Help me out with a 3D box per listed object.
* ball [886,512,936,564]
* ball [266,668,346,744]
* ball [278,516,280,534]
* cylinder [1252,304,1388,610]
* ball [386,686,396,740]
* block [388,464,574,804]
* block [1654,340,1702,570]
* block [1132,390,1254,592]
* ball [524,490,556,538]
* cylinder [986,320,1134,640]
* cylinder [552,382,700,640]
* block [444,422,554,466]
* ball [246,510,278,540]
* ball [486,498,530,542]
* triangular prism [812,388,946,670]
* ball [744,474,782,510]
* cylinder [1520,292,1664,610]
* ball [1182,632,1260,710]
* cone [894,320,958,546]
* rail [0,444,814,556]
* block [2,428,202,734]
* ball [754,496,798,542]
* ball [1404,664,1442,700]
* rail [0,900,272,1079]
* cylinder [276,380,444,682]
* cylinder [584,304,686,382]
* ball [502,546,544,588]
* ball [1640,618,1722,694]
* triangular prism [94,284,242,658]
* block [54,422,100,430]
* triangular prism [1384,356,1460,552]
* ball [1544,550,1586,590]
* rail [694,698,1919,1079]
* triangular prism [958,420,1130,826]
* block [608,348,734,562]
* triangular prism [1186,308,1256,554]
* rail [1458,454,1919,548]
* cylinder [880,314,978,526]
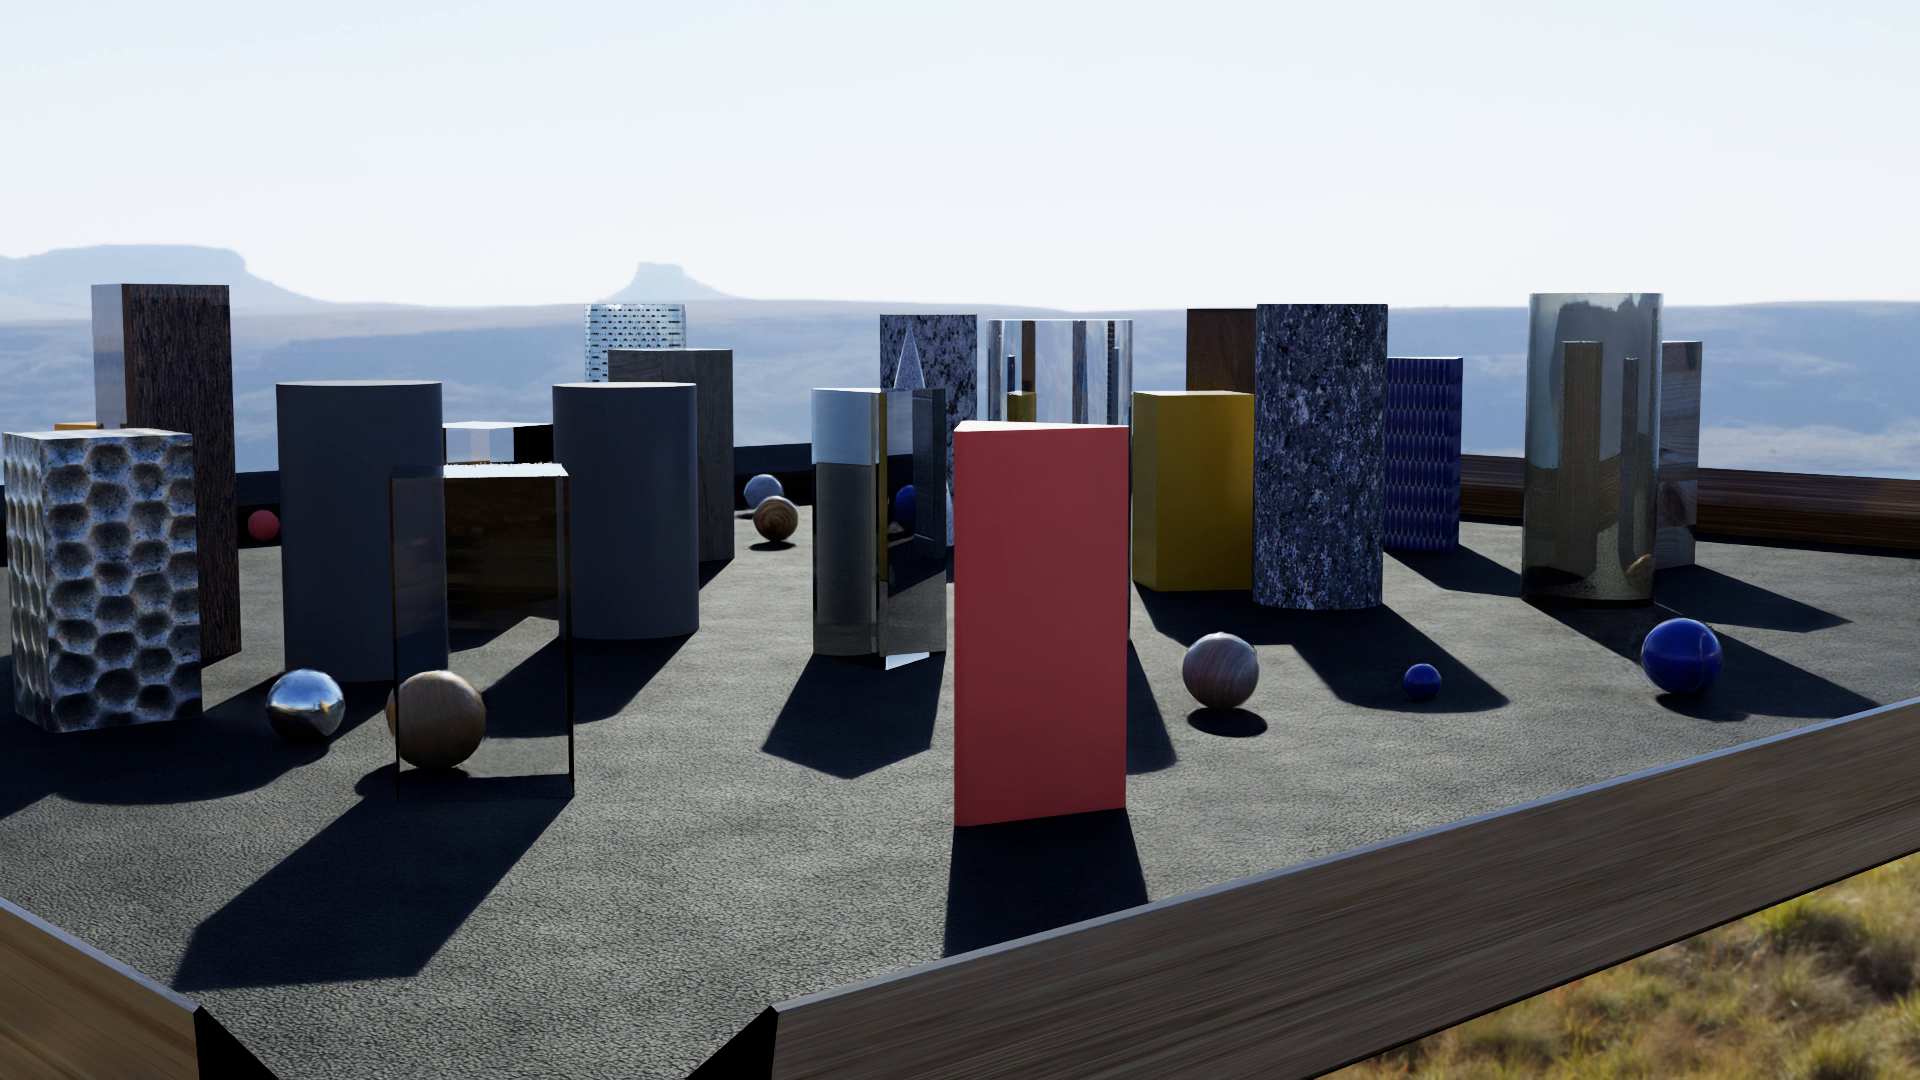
[{"bbox_3d":[-0.088,-0.004,3.885,0.089,0.089,0.089,0,6,0],"label":"ball"},{"bbox_3d":[-0.674,0.171,2.266,0.078,0.078,0.078,0,6,0],"label":"ball"},{"bbox_3d":[-1.311,-0.029,4.302,0.053,0.053,0.053,0,6,0],"label":"ball"},{"bbox_3d":[0.548,-0.132,3.355,0.197,0.454,0.197,0,6,0],"label":"cylinder"},{"bbox_3d":[-0.522,0.170,2.190,0.096,0.096,0.096,0,6,0],"label":"ball"},{"bbox_3d":[-0.449,0.082,2.065,0.158,0.296,0.158,-1,6,-13],"label":"block"},{"bbox_3d":[1.184,-0.153,3.859,0.158,0.390,0.158,-6,8,-44],"label":"block"},{"bbox_3d":[0.376,-0.083,3.568,0.158,0.312,0.158,-1,6,-10],"label":"block"},{"bbox_3d":[-0.806,-0.051,4.312,0.094,0.094,0.094,0,6,0],"label":"ball"},{"bbox_3d":[0.134,-0.081,2.979,0.197,0.432,0.197,0,6,0],"label":"cylinder"},{"bbox_3d":[-0.465,-0.045,3.064,0.197,0.342,0.197,0,6,0],"label":"cylinder"},{"bbox_3d":[-0.743,-0.045,3.423,0.158,0.267,0.158,3,7,26],"label":"block"},{"bbox_3d":[-1.351,-0.029,4.263,0.060,0.060,0.060,0,6,0],"label":"ball"},{"bbox_3d":[-0.872,-0.039,4.245,0.085,0.085,0.085,0,6,0],"label":"ball"},{"bbox_3d":[-0.081,-0.021,2.827,0.148,0.344,0.171,-4,7,-34],"label":"triangular prism"},{"bbox_3d":[-0.433,-0.102,4.849,0.085,0.085,0.085,0,6,0],"label":"ball"},{"bbox_3d":[0.963,-0.140,3.355,0.197,0.470,0.197,0,6,0],"label":"cylinder"},{"bbox_3d":[0.292,0.146,2.462,0.086,0.086,0.086,0,6,0],"label":"ball"},{"bbox_3d":[-0.096,-0.209,4.207,0.197,0.430,0.197,0,6,0],"label":"cone"},{"bbox_3d":[-1.111,-0.092,4.530,3.684,0.128,0.045,-5,8,-42],"label":"rail"},{"bbox_3d":[-0.942,0.038,2.415,0.158,0.311,0.158,-4,7,-36],"label":"block"},{"bbox_3d":[-0.355,-0.041,4.245,0.088,0.088,0.088,0,6,0],"label":"ball"},{"bbox_3d":[0.529,0.162,2.517,0.043,0.043,0.043,0,6,0],"label":"ball"},{"bbox_3d":[-1.336,0.161,2.106,0.045,0.128,3.325,-5,8,-42],"label":"rail"},{"bbox_3d":[-0.738,-0.016,2.723,0.197,0.356,0.197,0,6,0],"label":"cylinder"},{"bbox_3d":[-0.632,-0.232,4.303,0.197,0.456,0.197,0,6,0],"label":"cylinder"},{"bbox_3d":[-0.702,0.044,3.538,0.067,0.067,0.067,0,6,0],"label":"ball"},{"bbox_3d":[0.838,0.135,2.554,0.089,0.089,0.089,0,6,0],"label":"ball"},{"bbox_3d":[-1.005,-0.088,2.823,0.148,0.477,0.171,-4,7,-33],"label":"triangular prism"},{"bbox_3d":[-1.124,-0.017,3.035,0.158,0.291,0.158,3,7,27],"label":"block"},{"bbox_3d":[0.899,-0.166,4.154,0.148,0.356,0.171,-5,8,-42],"label":"triangular prism"},{"bbox_3d":[0.964,0.049,3.507,0.063,0.063,0.063,0,6,0],"label":"ball"},{"bbox_3d":[1.111,0.158,2.134,3.684,0.128,0.045,-5,8,-42],"label":"rail"},{"bbox_3d":[0.040,0.067,1.991,0.171,0.342,0.148,-3,7,-27],"label":"triangular prism"},{"bbox_3d":[-0.517,-0.154,3.943,0.158,0.375,0.158,-6,8,-44],"label":"block"},{"bbox_3d":[0.510,-0.207,4.101,0.171,0.448,0.148,1,6,8],"label":"triangular prism"},{"bbox_3d":[1.336,-0.095,4.558,0.045,0.128,3.325,-5,8,-42],"label":"rail"},{"bbox_3d":[-0.063,-0.239,4.464,0.197,0.437,0.197,0,6,0],"label":"cylinder"}]
